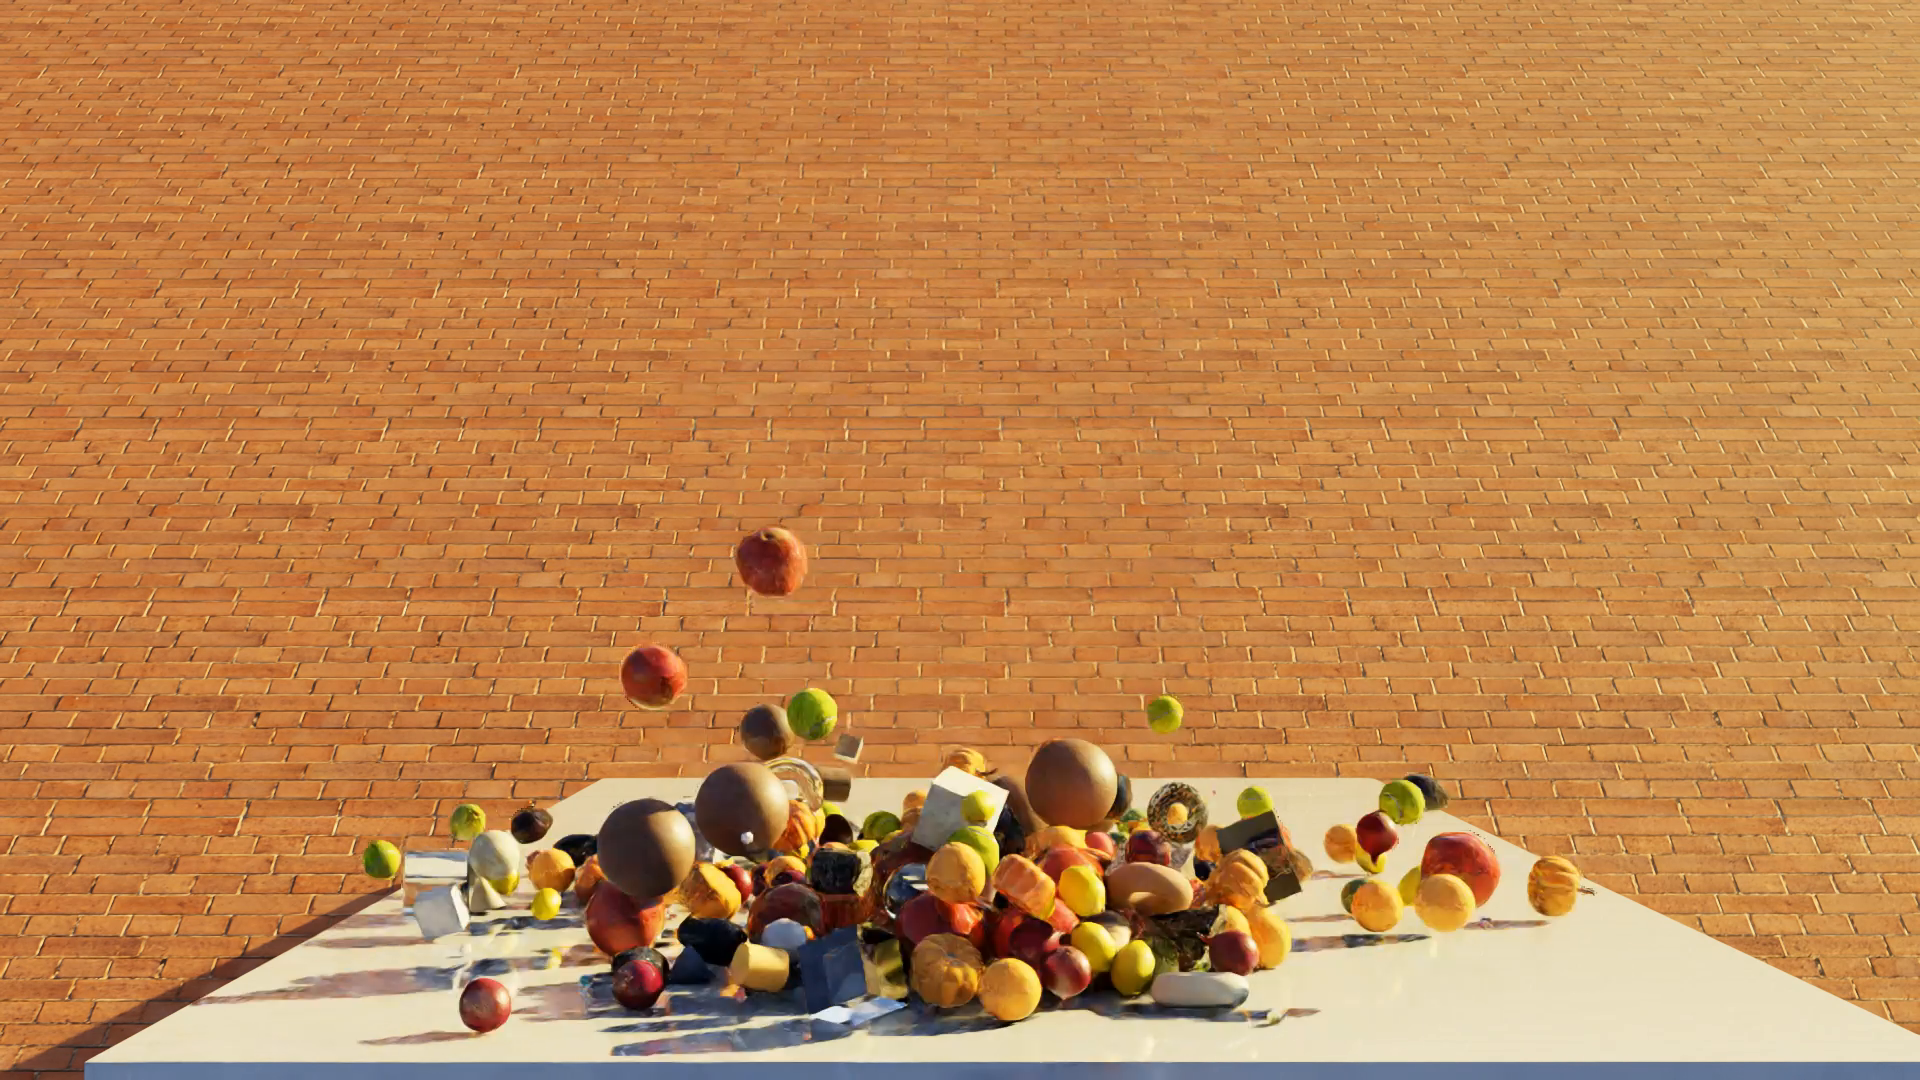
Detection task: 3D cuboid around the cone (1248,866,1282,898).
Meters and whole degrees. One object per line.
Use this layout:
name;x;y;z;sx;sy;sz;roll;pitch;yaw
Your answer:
cone;0.484;0.559;4.141;0.053;0.053;0.053;6;26;10

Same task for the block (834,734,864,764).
block;-0.275;0.517;6.432;0.054;0.054;0.054;16;73;7

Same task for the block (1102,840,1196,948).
block;0.250;0.465;3.417;0.094;0.094;0.094;6;27;22

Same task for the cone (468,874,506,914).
cone;-0.732;0.537;3.975;0.060;0.060;0.060;-14;-1;0

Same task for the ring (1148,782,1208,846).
ring;0.369;0.464;4.393;0.107;0.107;0.036;-10;-9;-15

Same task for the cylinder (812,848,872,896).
cylinder;-0.151;0.423;3.307;0.057;0.057;0.057;0;30;26

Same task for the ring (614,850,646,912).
ring;-0.507;0.522;3.974;0.031;0.094;0.094;-2;31;-25

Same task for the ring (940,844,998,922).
ring;0.010;0.447;3.377;0.034;0.103;0.103;21;18;-37

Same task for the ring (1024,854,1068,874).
ring;0.148;0.569;4.558;0.083;0.028;0.083;0;-1;0

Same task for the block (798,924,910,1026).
block;-0.120;0.492;2.926;0.082;0.082;0.082;-25;60;25

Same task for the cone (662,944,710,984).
cone;-0.355;0.549;3.280;0.055;0.055;0.055;-29;42;-27

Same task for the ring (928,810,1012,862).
ring;0.010;0.424;3.757;0.134;0.045;0.134;-10;22;4

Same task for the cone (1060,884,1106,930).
cone;0.171;0.470;3.327;0.067;0.067;0.067;20;2;-1

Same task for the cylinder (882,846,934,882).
cylinder;-0.074;0.477;3.724;0.062;0.062;0.062;-10;34;-13

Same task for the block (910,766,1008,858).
block;0.000;0.369;3.464;0.088;0.088;0.088;23;15;11

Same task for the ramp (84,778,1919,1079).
ramp;0.073;0.636;4.743;2.000;0.100;4.000;0;-1;0

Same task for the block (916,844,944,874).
block;-0.021;0.515;4.154;0.075;0.075;0.075;15;41;-32

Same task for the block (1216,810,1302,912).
block;0.440;0.472;3.817;0.090;0.090;0.090;-21;27;6

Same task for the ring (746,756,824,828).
ring;-0.271;0.391;4.025;0.123;0.123;0.041;-5;28;-8

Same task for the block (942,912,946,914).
block;-0.042;0.546;3.993;0.053;0.053;0.053;0;-2;-13

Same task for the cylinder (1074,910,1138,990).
cylinder;0.181;0.510;3.220;0.070;0.070;0.070;-3;46;-5

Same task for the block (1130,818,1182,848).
block;0.357;0.548;4.717;0.075;0.075;0.075;0;-1;26

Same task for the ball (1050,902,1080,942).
ball;0.152;0.514;3.464;0.063;0.063;0.063;0;33;0

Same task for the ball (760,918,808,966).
ball;-0.215;0.492;3.166;0.059;0.059;0.059;0;33;0

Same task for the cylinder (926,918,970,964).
cylinder;-0.016;0.531;3.431;0.054;0.054;0.054;-1;73;3

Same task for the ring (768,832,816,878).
ring;-0.291;0.543;4.484;0.091;0.030;0.091;-16;42;15

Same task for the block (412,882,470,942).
block;-0.738;0.528;3.685;0.058;0.058;0.058;-16;9;0

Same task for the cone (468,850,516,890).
cone;-0.785;0.515;4.263;0.093;0.093;0.093;-13;26;-19

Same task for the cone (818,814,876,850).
cone;-0.184;0.532;4.606;0.096;0.096;0.096;2;24;-43

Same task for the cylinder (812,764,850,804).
cylinder;-0.270;0.497;5.270;0.073;0.073;0.073;9;28;-24

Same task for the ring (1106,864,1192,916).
ring;0.240;0.444;3.284;0.111;0.111;0.037;8;62;12

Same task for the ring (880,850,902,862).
ring;-0.094;0.568;4.584;0.094;0.031;0.094;1;-1;0

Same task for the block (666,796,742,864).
block;-0.392;0.445;3.975;0.078;0.078;0.078;14;4;16

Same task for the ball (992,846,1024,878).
ball;0.077;0.539;4.311;0.060;0.060;0.060;0;33;0

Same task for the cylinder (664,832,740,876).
cylinder;-0.429;0.495;4.318;0.089;0.089;0.089;-43;45;-7

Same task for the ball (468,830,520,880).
ball;-0.705;0.477;3.925;0.076;0.076;0.076;0;33;0

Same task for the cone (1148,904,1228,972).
cone;0.277;0.483;3.239;0.090;0.090;0.090;16;36;19

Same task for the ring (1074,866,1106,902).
ring;0.212;0.537;3.989;0.075;0.025;0.075;-7;54;10

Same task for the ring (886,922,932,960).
ring;-0.081;0.518;3.334;0.037;0.110;0.110;47;43;0

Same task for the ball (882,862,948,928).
ball;-0.057;0.447;3.261;0.081;0.081;0.081;0;33;0

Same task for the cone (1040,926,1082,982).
cone;0.137;0.528;3.334;0.068;0.068;0.068;0;-1;0

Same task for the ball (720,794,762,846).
ball;-0.431;0.541;4.996;0.099;0.099;0.099;0;33;0

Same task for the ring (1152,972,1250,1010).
ring;0.286;0.537;3.091;0.117;0.039;0.117;0;-6;0

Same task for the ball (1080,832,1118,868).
ball;0.245;0.549;4.574;0.067;0.067;0.067;0;33;0

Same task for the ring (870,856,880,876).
ring;-0.195;0.563;4.465;0.111;0.037;0.111;-1;0;0

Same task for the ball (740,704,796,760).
ball;-0.292;0.292;3.941;0.086;0.086;0.086;0;33;0

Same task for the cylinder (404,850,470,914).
cylinder;-0.802;0.524;3.967;0.096;0.096;0.096;1;32;-13
